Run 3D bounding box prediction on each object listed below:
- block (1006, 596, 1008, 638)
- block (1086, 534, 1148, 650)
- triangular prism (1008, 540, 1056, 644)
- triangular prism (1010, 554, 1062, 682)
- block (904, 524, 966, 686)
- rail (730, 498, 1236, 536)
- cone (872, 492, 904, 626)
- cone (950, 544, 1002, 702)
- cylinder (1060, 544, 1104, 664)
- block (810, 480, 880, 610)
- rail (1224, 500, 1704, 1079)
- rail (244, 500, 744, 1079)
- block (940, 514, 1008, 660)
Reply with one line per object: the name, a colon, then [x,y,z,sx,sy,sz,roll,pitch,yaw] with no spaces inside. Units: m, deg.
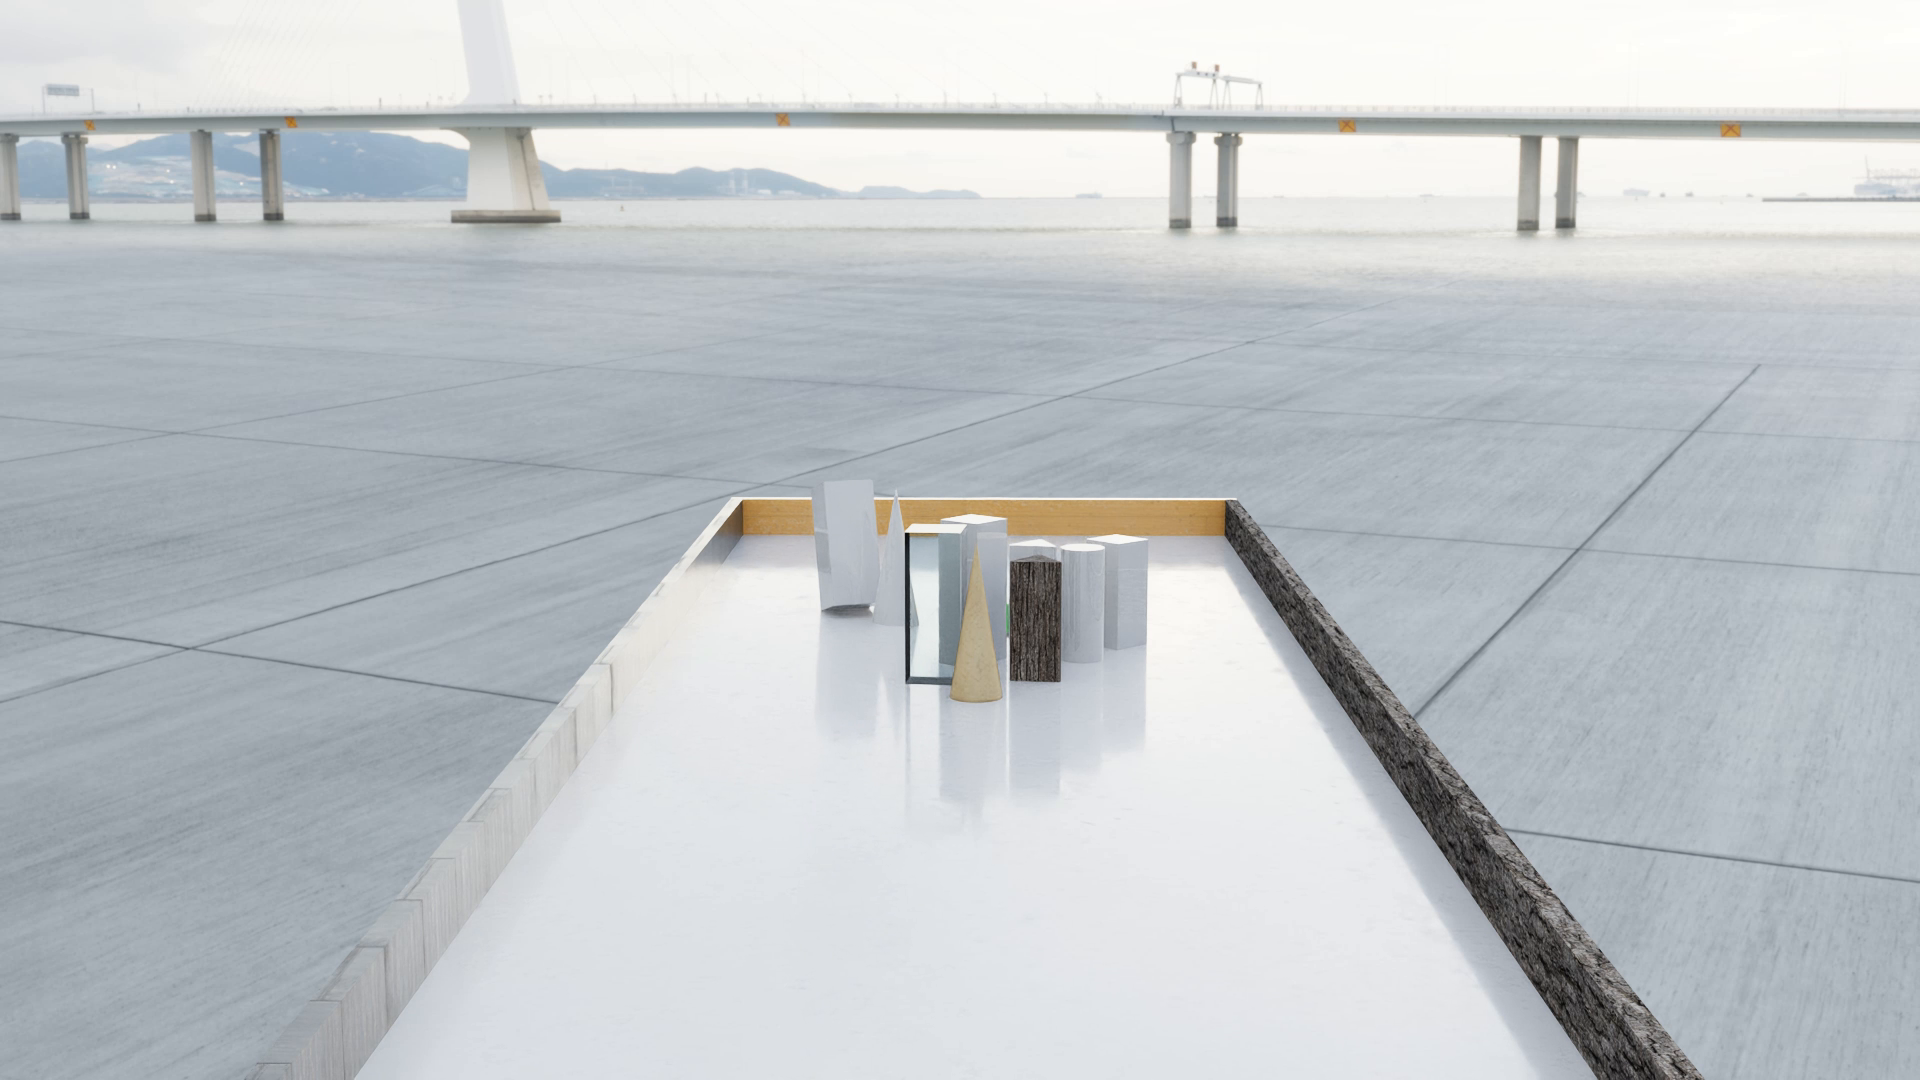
block: [0.211,0.245,7.113,0.452,0.111,0.111,-4,10,-26]
block: [0.493,0.163,6.912,0.137,0.335,0.137,-8,12,-42]
triangular prism: [0.241,0.165,6.952,0.149,0.318,0.129,2,9,13]
triangular prism: [0.227,0.228,6.443,0.147,0.354,0.127,1,9,7]
block: [-0.069,0.187,6.408,0.162,0.446,0.162,1,9,6]
rail: [0.099,-0.098,9.147,2.100,0.150,0.050,0,9,1]
cone: [-0.211,0.047,7.273,0.166,0.451,0.166,0,9,0]
cone: [0.046,0.223,6.179,0.152,0.446,0.152,0,9,0]
cylinder: [0.372,0.193,6.692,0.134,0.345,0.134,0,9,0]
block: [-0.385,0.018,7.457,0.172,0.419,0.172,-3,-6,-19]
rail: [1.046,0.843,3.208,0.050,0.150,12.000,0,9,1]
rail: [-1.004,0.839,3.234,0.050,0.150,12.000,0,9,1]
block: [0.042,0.150,6.686,0.143,0.432,0.143,7,12,39]
